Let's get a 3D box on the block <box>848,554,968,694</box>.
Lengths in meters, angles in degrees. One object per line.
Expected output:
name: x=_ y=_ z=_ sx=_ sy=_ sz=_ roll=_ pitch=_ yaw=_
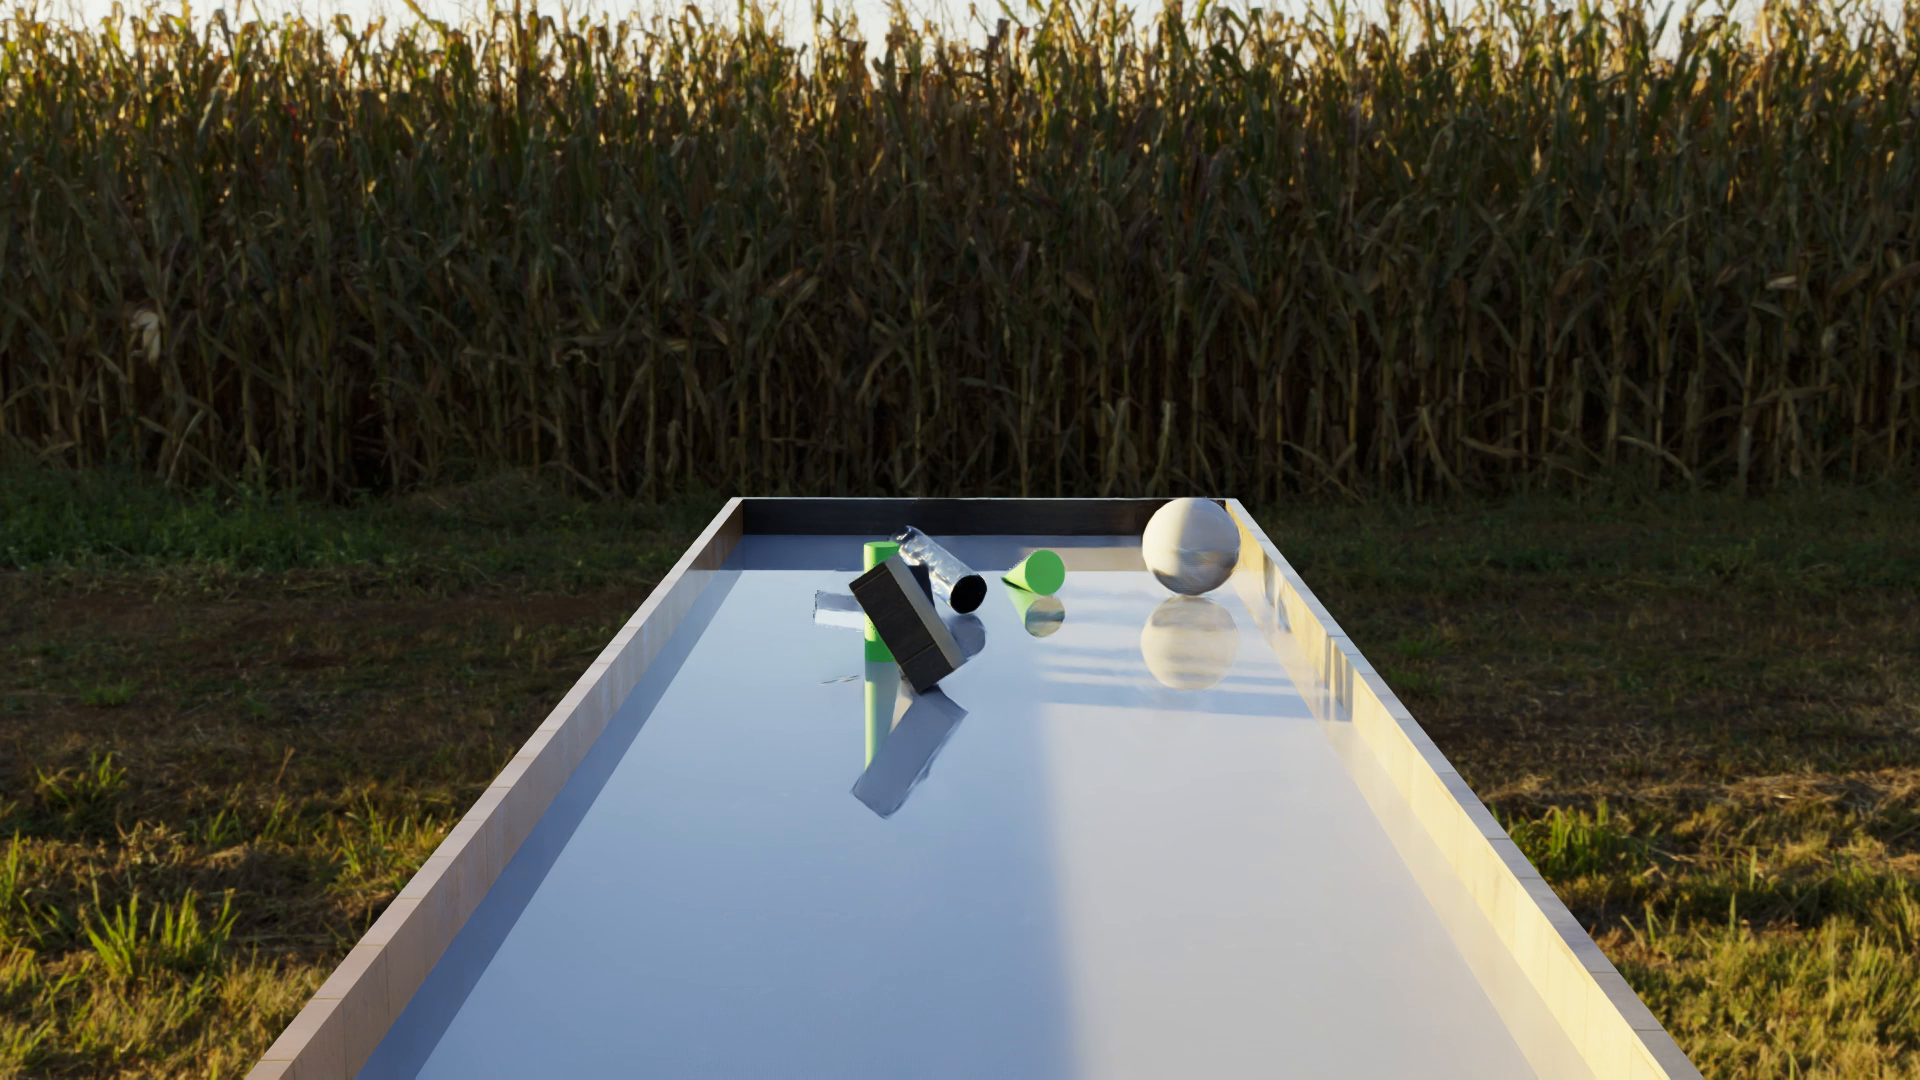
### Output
block: x=-0.148 y=0.238 z=6.292 sx=0.132 sy=0.369 sz=0.132 roll=-34 pitch=-2 yaw=20

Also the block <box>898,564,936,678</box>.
block: x=-0.136 y=0.238 z=6.464 sx=0.103 sy=0.313 sz=0.103 roll=-4 pitch=-14 yaw=-25

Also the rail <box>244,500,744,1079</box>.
rail: x=-1.004 y=0.839 z=3.234 sx=0.050 sy=0.150 sz=12.000 roll=0 pitch=9 yaw=1

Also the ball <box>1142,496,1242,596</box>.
ball: x=0.818 y=0.021 z=7.761 sx=0.349 sy=0.349 sz=0.349 roll=0 pitch=9 yaw=0

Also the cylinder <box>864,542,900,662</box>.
cylinder: x=-0.237 y=0.188 z=6.694 sx=0.107 sy=0.354 sz=0.107 roll=0 pitch=9 yaw=0

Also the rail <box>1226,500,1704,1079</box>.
rail: x=1.046 y=0.843 z=3.208 sx=0.050 sy=0.150 sz=12.000 roll=0 pitch=9 yaw=1

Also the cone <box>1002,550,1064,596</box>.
cone: x=0.225 y=0.129 z=7.940 sx=0.161 sy=0.161 sz=0.366 roll=-4 pitch=-3 yaw=-24

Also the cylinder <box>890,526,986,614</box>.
cylinder: x=-0.082 y=0.100 z=7.573 sx=0.145 sy=0.145 sz=0.429 roll=-6 pitch=26 yaw=-32

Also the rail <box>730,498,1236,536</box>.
rail: x=0.099 y=-0.098 z=9.147 sx=2.100 sy=0.150 sz=0.050 roll=0 pitch=9 yaw=1

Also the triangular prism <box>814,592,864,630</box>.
triangular prism: x=-0.284 y=0.225 z=6.996 sx=0.343 sy=0.086 sz=0.100 roll=8 pitch=-31 yaw=-7
